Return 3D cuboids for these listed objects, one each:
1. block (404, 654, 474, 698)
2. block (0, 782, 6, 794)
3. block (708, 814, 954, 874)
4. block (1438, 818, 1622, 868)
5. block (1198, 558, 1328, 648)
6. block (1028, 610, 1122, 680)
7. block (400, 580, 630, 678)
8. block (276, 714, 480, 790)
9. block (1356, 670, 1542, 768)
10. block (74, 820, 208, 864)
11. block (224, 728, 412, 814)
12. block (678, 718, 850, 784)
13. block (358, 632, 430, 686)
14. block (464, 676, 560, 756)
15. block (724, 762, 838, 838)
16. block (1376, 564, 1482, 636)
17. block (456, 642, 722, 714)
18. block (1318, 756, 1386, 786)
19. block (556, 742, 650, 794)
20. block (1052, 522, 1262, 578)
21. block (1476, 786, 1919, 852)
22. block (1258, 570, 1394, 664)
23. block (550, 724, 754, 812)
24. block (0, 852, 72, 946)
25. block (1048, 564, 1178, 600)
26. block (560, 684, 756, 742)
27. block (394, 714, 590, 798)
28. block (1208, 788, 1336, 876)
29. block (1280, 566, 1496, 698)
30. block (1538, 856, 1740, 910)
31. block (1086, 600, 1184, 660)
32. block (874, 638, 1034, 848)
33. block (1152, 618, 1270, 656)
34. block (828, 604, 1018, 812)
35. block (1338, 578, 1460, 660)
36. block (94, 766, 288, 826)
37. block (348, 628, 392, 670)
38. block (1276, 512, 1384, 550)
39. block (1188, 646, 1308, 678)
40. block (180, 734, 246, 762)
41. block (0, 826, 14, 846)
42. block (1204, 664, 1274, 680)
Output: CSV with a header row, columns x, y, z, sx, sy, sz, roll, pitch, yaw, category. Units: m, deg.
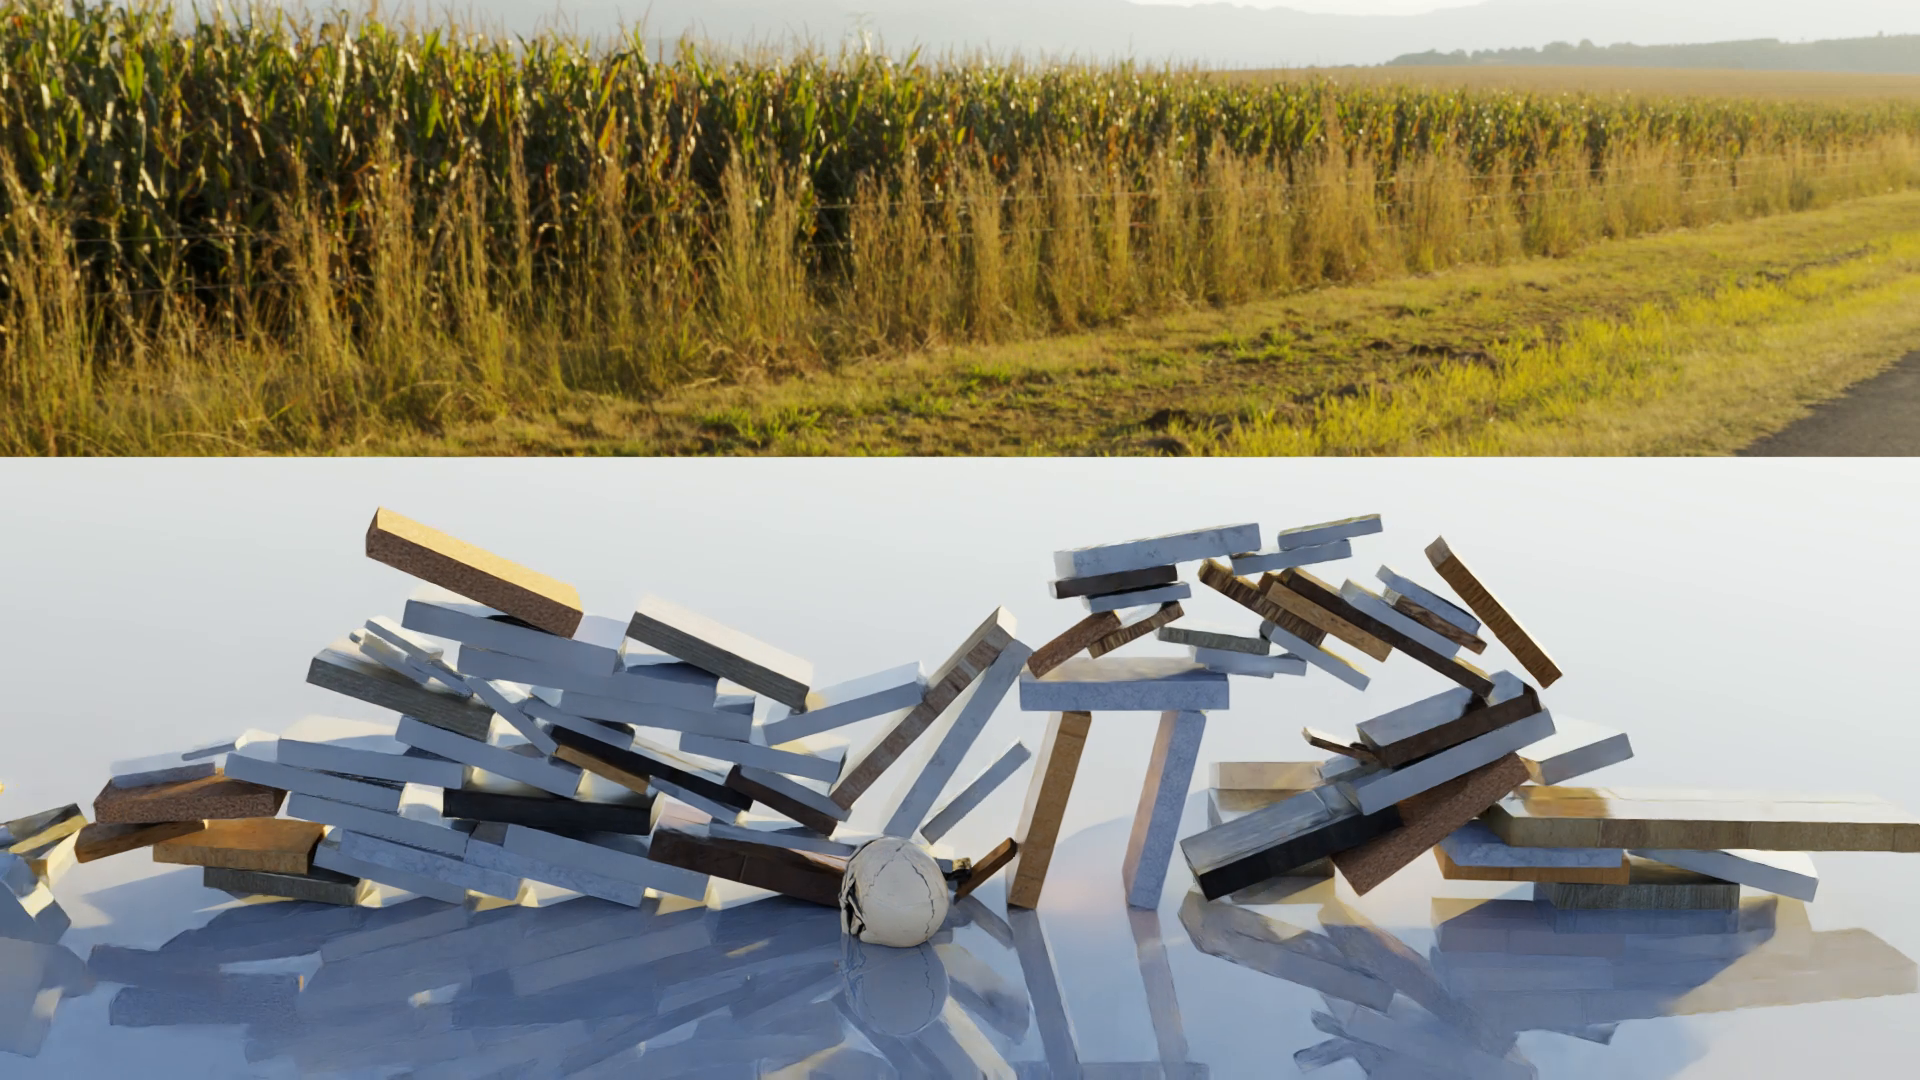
x,y,z,sx,sy,sz,roll,pitch,yaw,category
-0.846,0.215,3.598,0.120,0.017,0.060,30,7,-5,block
-1.692,0.493,3.678,0.023,0.228,0.080,44,13,2,block
-0.212,0.500,3.654,0.405,0.022,0.079,9,9,-2,block
0.928,0.495,3.597,0.268,0.038,0.134,1,10,-3,block
0.495,0.101,3.606,0.221,0.031,0.111,29,8,0,block
0.185,0.163,3.566,0.164,0.023,0.082,-34,9,6,block
-0.710,0.138,3.547,0.338,0.048,0.169,14,12,-4,block
-0.950,0.348,3.621,0.301,0.043,0.151,8,10,1,block
0.797,0.291,3.595,0.268,0.038,0.134,-20,13,-3,block
-1.345,0.473,3.622,0.203,0.029,0.102,-15,17,-11,block
-1.054,0.381,3.631,0.282,0.040,0.141,14,10,-7,block
-0.322,0.339,3.639,0.264,0.037,0.132,12,12,2,block
-0.920,0.193,3.581,0.120,0.017,0.060,31,7,-18,block
-0.730,0.273,3.606,0.183,0.026,0.091,44,6,-12,block
-0.294,0.426,3.669,0.196,0.028,0.098,28,9,-3,block
0.759,0.096,3.565,0.167,0.024,0.084,29,8,-7,block
-0.600,0.209,3.598,0.414,0.044,0.154,9,12,-3,block
0.644,0.371,3.601,0.108,0.015,0.054,-19,13,1,block
-0.588,0.365,3.628,0.158,0.022,0.079,26,10,-10,block
0.321,0.018,3.605,0.311,0.044,0.155,-9,1,-9,block
1.216,0.458,3.618,0.706,0.049,0.175,2,10,-7,block
0.595,0.122,3.588,0.221,0.031,0.111,29,10,-4,block
-0.506,0.364,3.649,0.347,0.026,0.091,22,10,-9,block
-1.697,0.537,3.498,0.589,0.169,0.048,4,45,21,block
0.246,0.066,3.553,0.196,0.028,0.098,-9,1,-5,block
-0.495,0.266,3.630,0.309,0.044,0.154,9,12,-5,block
-0.762,0.337,3.623,0.302,0.043,0.151,19,10,-3,block
0.550,0.518,3.919,0.175,0.049,0.349,0,11,-1,block
0.695,0.146,3.582,0.375,0.027,0.096,29,10,-2,block
1.125,0.569,3.664,0.297,0.042,0.148,0,11,0,block
0.281,0.139,3.568,0.164,0.023,0.082,-26,10,2,block
-0.012,0.327,3.644,0.044,0.382,0.155,34,-4,-5,block
0.409,0.154,3.590,0.182,0.026,0.091,8,10,-3,block
-0.061,0.277,3.637,0.037,0.407,0.132,43,11,-5,block
0.711,0.127,3.562,0.192,0.027,0.096,28,10,-7,block
-1.260,0.418,3.620,0.282,0.040,0.141,-2,15,-6,block
-0.958,0.180,3.619,0.091,0.013,0.045,36,12,9,block
0.602,-0.014,3.571,0.167,0.024,0.084,-10,4,12,block
0.469,0.189,3.595,0.182,0.026,0.091,8,10,-3,block
-1.189,0.332,3.507,0.091,0.013,0.045,-13,11,5,block
-1.616,0.499,3.604,0.080,0.023,0.159,-36,17,-35,block
0.455,0.208,3.597,0.108,0.015,0.054,7,10,-6,block
